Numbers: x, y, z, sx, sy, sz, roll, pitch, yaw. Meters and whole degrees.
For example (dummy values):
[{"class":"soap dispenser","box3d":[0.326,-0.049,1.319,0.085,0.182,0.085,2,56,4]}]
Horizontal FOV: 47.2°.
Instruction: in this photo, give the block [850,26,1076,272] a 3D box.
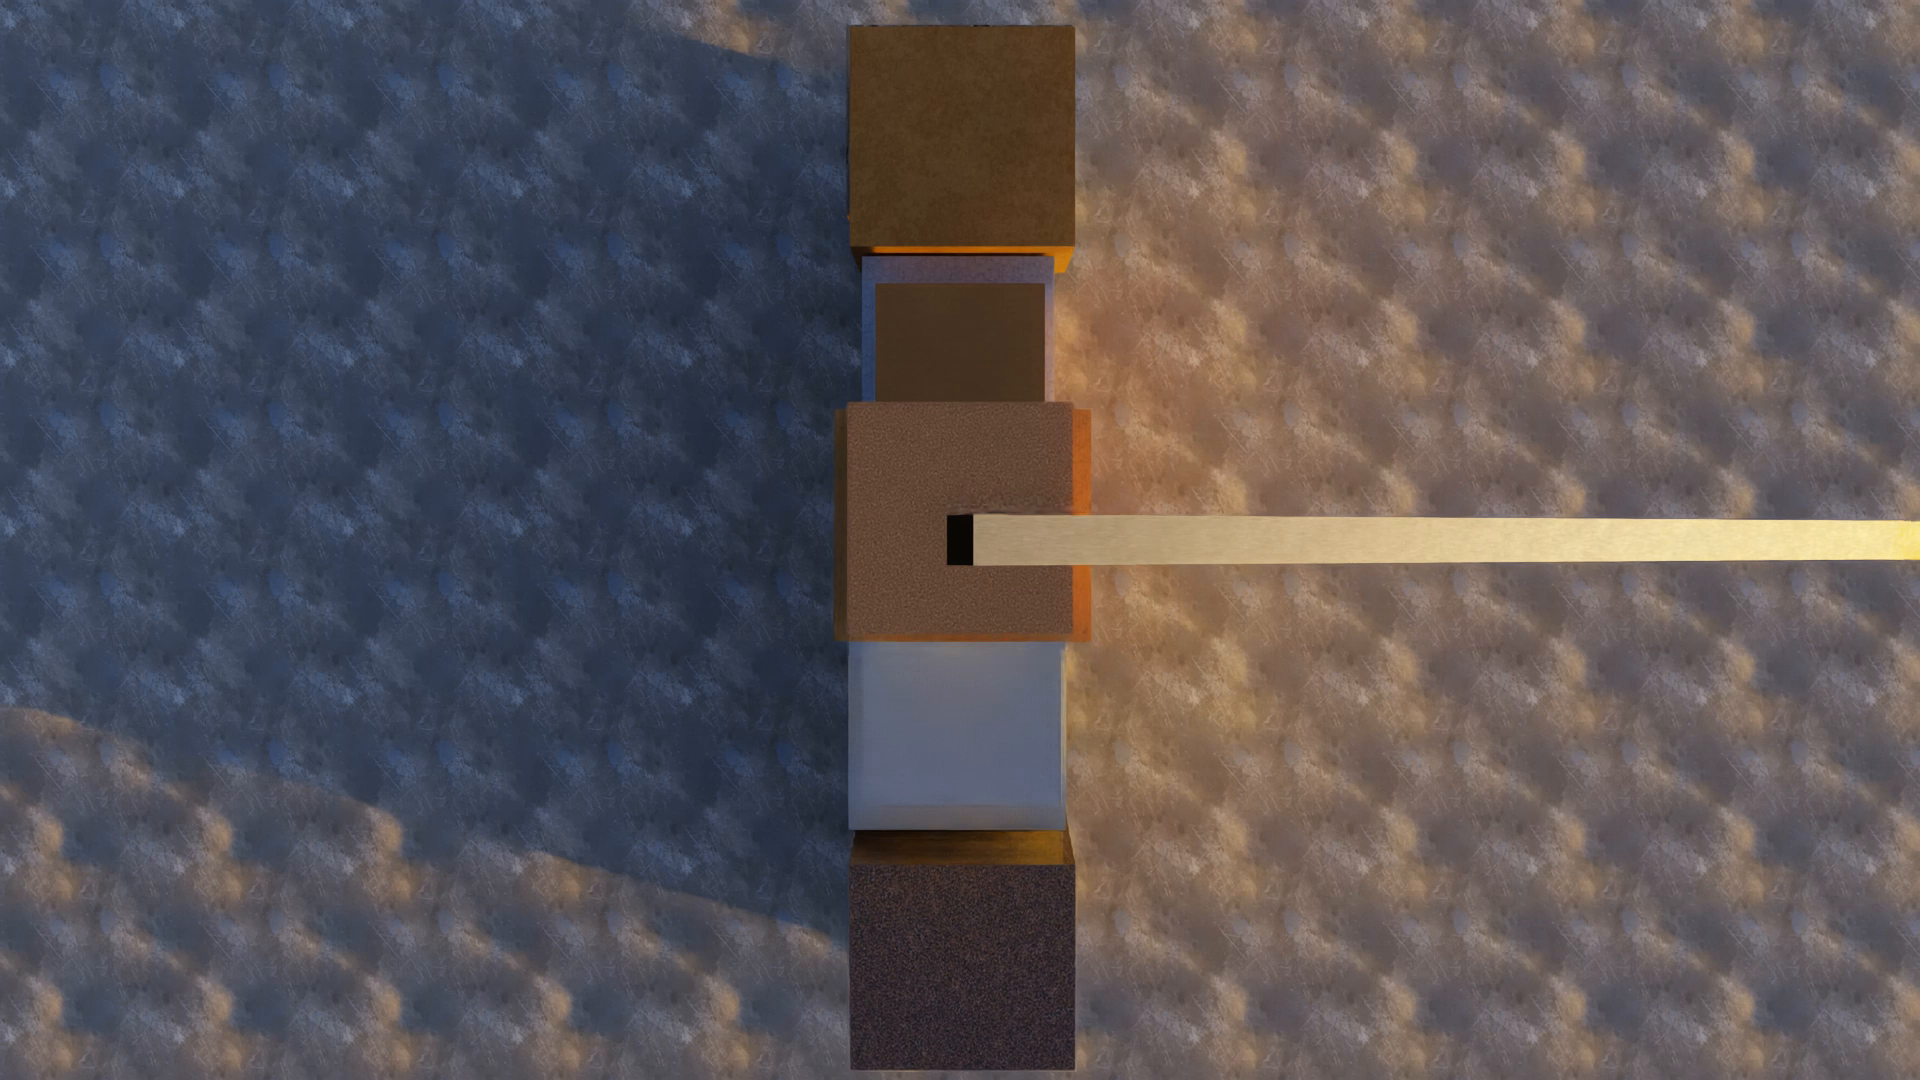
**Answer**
[{"class":"block","box3d":[0.011,-1.819,10.402,1.016,0.974,0.991,0,90,0]}]

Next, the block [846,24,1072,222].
[{"class":"block","box3d":[-0.003,-2.081,11.438,1.121,1.098,0.941,0,90,0]}]

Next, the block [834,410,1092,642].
[{"class":"block","box3d":[0.009,-0.035,8.216,0.909,0.911,0.823,0,88,0]}]

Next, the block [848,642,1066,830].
[{"class":"block","box3d":[-0.012,0.822,10.595,1.005,0.889,1.035,0,90,0]}]

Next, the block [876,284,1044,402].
[{"class":"block","box3d":[0.001,-0.731,9.793,0.729,0.678,0.746,0,90,0]}]

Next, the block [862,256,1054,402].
[{"class":"block","box3d":[-0.007,-0.847,10.583,0.887,0.903,0.924,0,90,0]}]

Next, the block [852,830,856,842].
[{"class":"block","box3d":[-0.009,0.977,11.499,1.063,0.920,1.078,0,90,0]}]

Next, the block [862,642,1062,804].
[{"class":"block","box3d":[0.010,0.688,9.690,0.834,0.922,0.842,0,90,0]}]

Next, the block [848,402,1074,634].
[{"class":"block","box3d":[0.001,-0.062,7.441,0.731,0.641,0.752,0,88,0]}]

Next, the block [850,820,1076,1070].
[{"class":"block","box3d":[0.011,1.893,10.559,1.030,1.040,0.965,0,97,0]}]

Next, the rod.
[{"class":"rod","box3d":[2.212,0.000,4.832,5.200,0.080,0.080,0,90,-32]}]
